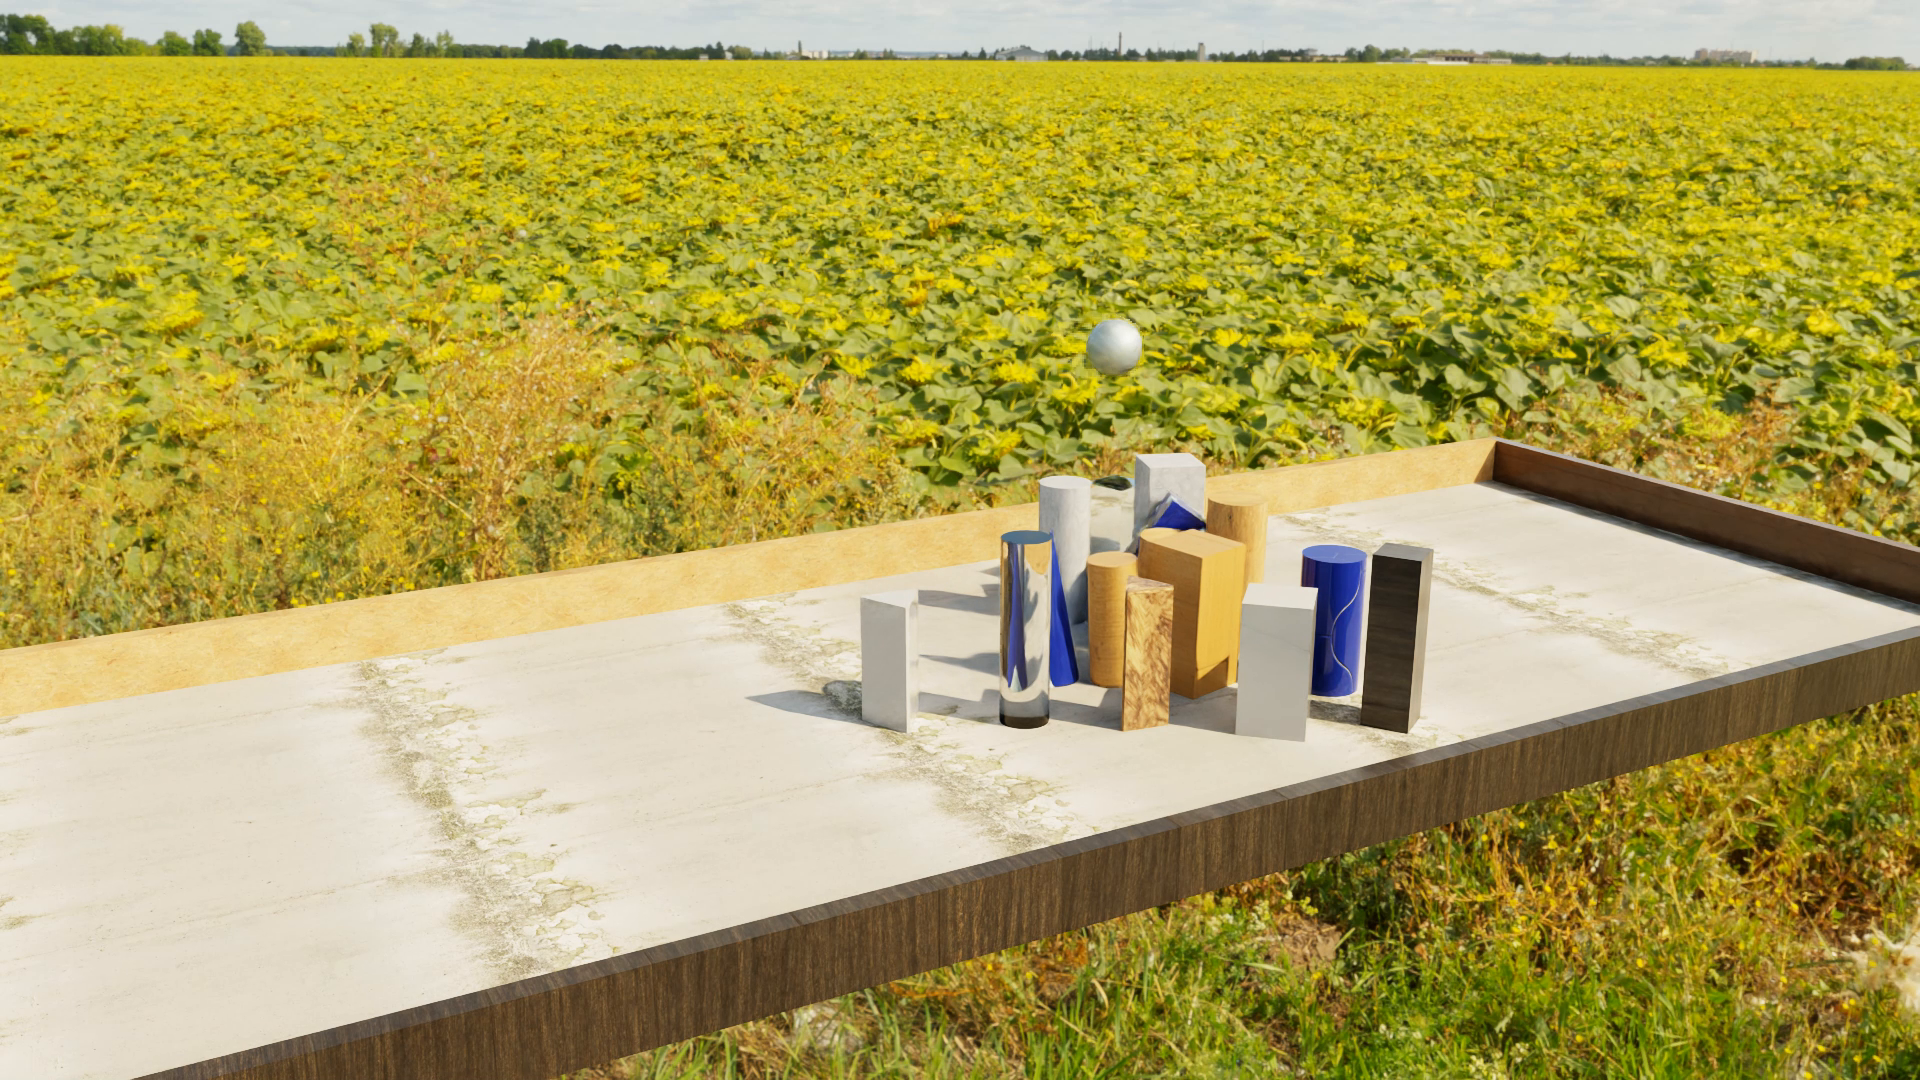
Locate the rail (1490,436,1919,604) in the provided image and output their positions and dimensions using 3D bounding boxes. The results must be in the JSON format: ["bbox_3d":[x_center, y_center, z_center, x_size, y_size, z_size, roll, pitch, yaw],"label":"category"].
[{"bbox_3d":[2.466,-0.048,5.253,0.050,0.150,2.100,-9,18,-27],"label":"rail"}]

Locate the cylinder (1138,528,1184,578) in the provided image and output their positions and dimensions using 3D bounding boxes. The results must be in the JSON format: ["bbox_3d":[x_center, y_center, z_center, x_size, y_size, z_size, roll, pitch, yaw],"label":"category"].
[{"bbox_3d":[0.531,0.138,4.317,0.148,0.310,0.148,3,19,-1],"label":"cylinder"}]

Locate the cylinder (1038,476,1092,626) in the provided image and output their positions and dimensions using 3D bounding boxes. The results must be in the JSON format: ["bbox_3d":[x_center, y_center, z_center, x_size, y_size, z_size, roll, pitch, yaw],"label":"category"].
[{"bbox_3d":[0.288,0.029,4.565,0.143,0.390,0.143,0,16,0],"label":"cylinder"}]

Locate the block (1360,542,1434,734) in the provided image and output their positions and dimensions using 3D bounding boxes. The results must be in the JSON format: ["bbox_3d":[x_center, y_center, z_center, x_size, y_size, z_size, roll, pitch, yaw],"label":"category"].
[{"bbox_3d":[1.016,0.228,3.838,0.112,0.419,0.112,9,19,28],"label":"block"}]

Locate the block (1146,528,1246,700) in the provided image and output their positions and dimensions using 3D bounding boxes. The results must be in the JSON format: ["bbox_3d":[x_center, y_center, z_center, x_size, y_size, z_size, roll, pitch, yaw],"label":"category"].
[{"bbox_3d":[0.577,0.181,4.086,0.168,0.364,0.168,-15,23,-41],"label":"block"}]

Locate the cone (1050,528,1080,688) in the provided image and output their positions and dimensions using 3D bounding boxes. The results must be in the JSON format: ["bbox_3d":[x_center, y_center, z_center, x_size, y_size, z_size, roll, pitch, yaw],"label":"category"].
[{"bbox_3d":[0.225,0.156,4.124,0.155,0.394,0.155,0,16,0],"label":"cone"}]

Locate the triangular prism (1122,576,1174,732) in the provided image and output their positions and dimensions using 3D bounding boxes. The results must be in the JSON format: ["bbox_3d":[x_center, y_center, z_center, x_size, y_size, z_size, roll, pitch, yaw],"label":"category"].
[{"bbox_3d":[0.416,0.261,3.858,0.121,0.343,0.105,-6,17,-20],"label":"triangular prism"}]

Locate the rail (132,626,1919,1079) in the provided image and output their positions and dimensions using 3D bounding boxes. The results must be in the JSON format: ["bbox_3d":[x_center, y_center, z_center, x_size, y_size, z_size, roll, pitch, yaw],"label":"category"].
[{"bbox_3d":[-2.336,1.006,1.665,12.000,0.150,0.050,-9,18,-27],"label":"rail"}]

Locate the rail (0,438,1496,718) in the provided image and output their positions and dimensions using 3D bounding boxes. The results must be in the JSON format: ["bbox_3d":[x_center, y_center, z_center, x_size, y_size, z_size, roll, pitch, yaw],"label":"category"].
[{"bbox_3d":[-3.305,0.497,3.399,12.000,0.150,0.050,-9,18,-27],"label":"rail"}]

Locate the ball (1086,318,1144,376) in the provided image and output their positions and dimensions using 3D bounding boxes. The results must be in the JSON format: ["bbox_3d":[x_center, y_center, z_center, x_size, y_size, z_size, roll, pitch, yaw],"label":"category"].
[{"bbox_3d":[0.513,-0.639,5.473,0.188,0.188,0.188,0,16,0],"label":"ball"}]

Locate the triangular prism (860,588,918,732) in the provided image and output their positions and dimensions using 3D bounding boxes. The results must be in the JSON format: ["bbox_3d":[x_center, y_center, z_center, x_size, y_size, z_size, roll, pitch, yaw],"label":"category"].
[{"bbox_3d":[-0.139,0.276,3.872,0.141,0.307,0.122,12,20,35],"label":"triangular prism"}]

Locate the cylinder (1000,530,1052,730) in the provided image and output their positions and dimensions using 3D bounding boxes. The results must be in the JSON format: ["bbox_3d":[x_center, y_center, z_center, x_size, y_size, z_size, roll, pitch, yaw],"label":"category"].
[{"bbox_3d":[0.152,0.209,3.844,0.119,0.450,0.119,0,16,0],"label":"cylinder"}]

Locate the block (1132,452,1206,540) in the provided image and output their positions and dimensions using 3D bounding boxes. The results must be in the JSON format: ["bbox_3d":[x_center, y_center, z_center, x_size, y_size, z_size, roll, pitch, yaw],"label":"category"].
[{"bbox_3d":[0.577,-0.007,4.592,0.155,0.443,0.155,-3,16,-9],"label":"block"}]

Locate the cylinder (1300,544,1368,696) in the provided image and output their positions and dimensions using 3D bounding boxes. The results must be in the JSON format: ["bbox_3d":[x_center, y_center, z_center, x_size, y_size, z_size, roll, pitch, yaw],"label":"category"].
[{"bbox_3d":[0.914,0.198,4.071,0.156,0.343,0.156,0,16,0],"label":"cylinder"}]

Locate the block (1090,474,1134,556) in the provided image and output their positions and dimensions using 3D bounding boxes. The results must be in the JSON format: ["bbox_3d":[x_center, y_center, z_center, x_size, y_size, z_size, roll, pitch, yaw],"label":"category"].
[{"bbox_3d":[0.459,-0.015,4.846,0.137,0.316,0.137,15,22,41],"label":"block"}]

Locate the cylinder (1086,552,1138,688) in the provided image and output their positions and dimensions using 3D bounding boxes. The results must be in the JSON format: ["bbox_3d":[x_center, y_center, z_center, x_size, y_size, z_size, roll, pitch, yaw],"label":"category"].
[{"bbox_3d":[0.382,0.198,4.108,0.125,0.317,0.125,-3,17,1],"label":"cylinder"}]

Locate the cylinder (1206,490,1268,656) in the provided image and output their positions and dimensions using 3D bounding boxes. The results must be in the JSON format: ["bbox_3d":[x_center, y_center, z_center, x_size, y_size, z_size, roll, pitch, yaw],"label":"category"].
[{"bbox_3d":[0.720,0.085,4.341,0.157,0.406,0.157,1,17,0],"label":"cylinder"}]

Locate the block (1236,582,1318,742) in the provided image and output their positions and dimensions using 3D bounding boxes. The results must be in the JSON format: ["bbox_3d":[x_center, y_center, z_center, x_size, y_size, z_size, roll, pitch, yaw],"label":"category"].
[{"bbox_3d":[0.735,0.282,3.826,0.159,0.321,0.159,4,17,15],"label":"block"}]

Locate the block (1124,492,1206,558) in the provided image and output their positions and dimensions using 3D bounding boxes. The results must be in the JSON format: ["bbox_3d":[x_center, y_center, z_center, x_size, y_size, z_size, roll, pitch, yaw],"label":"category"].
[{"bbox_3d":[0.505,0.066,4.447,0.121,0.377,0.121,34,12,-6],"label":"block"}]
